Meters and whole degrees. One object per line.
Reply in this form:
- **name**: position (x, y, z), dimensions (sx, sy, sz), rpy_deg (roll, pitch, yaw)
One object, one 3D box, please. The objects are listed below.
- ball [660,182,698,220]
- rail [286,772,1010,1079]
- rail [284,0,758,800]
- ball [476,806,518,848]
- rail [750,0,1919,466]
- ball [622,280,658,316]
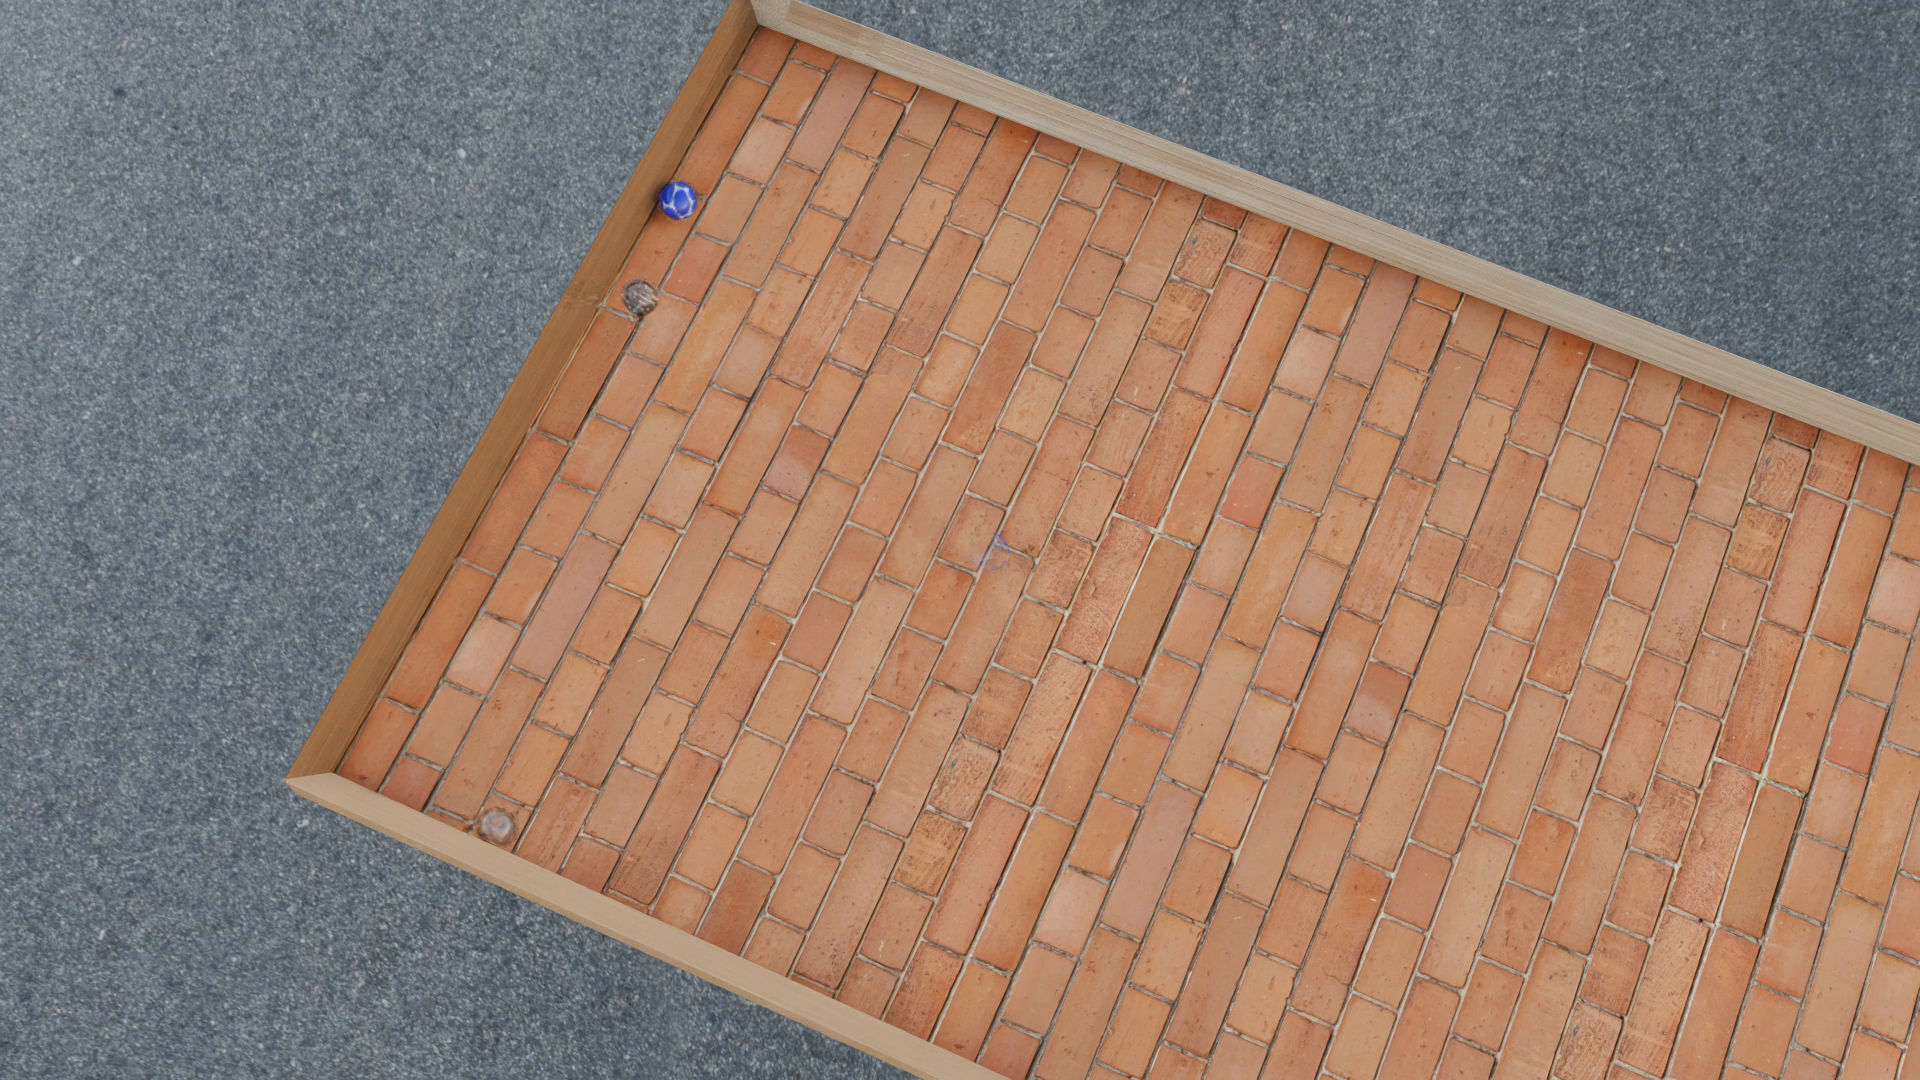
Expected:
- **ball**: position (-0.474, -0.571, 3.708), dimensions (0.064, 0.064, 0.064), rpy_deg (0, 68, 0)
- **rail**: position (0.385, 0.928, 3.103), dimensions (3.036, 0.083, 0.045), rpy_deg (22, 70, 9)
- **rail**: position (-0.672, -0.282, 3.583), dimensions (0.045, 0.083, 1.567), rpy_deg (22, 70, 9)
- **ball**: position (-0.697, 0.433, 3.312), dimensions (0.060, 0.060, 0.060), rpy_deg (0, 68, 0)
- **rail**: position (1.002, -0.363, 3.615), dimensions (3.036, 0.083, 0.045), rpy_deg (22, 70, 9)
- **ball**: position (-0.529, -0.401, 3.644), dimensions (0.058, 0.058, 0.058), rpy_deg (0, 68, 0)
